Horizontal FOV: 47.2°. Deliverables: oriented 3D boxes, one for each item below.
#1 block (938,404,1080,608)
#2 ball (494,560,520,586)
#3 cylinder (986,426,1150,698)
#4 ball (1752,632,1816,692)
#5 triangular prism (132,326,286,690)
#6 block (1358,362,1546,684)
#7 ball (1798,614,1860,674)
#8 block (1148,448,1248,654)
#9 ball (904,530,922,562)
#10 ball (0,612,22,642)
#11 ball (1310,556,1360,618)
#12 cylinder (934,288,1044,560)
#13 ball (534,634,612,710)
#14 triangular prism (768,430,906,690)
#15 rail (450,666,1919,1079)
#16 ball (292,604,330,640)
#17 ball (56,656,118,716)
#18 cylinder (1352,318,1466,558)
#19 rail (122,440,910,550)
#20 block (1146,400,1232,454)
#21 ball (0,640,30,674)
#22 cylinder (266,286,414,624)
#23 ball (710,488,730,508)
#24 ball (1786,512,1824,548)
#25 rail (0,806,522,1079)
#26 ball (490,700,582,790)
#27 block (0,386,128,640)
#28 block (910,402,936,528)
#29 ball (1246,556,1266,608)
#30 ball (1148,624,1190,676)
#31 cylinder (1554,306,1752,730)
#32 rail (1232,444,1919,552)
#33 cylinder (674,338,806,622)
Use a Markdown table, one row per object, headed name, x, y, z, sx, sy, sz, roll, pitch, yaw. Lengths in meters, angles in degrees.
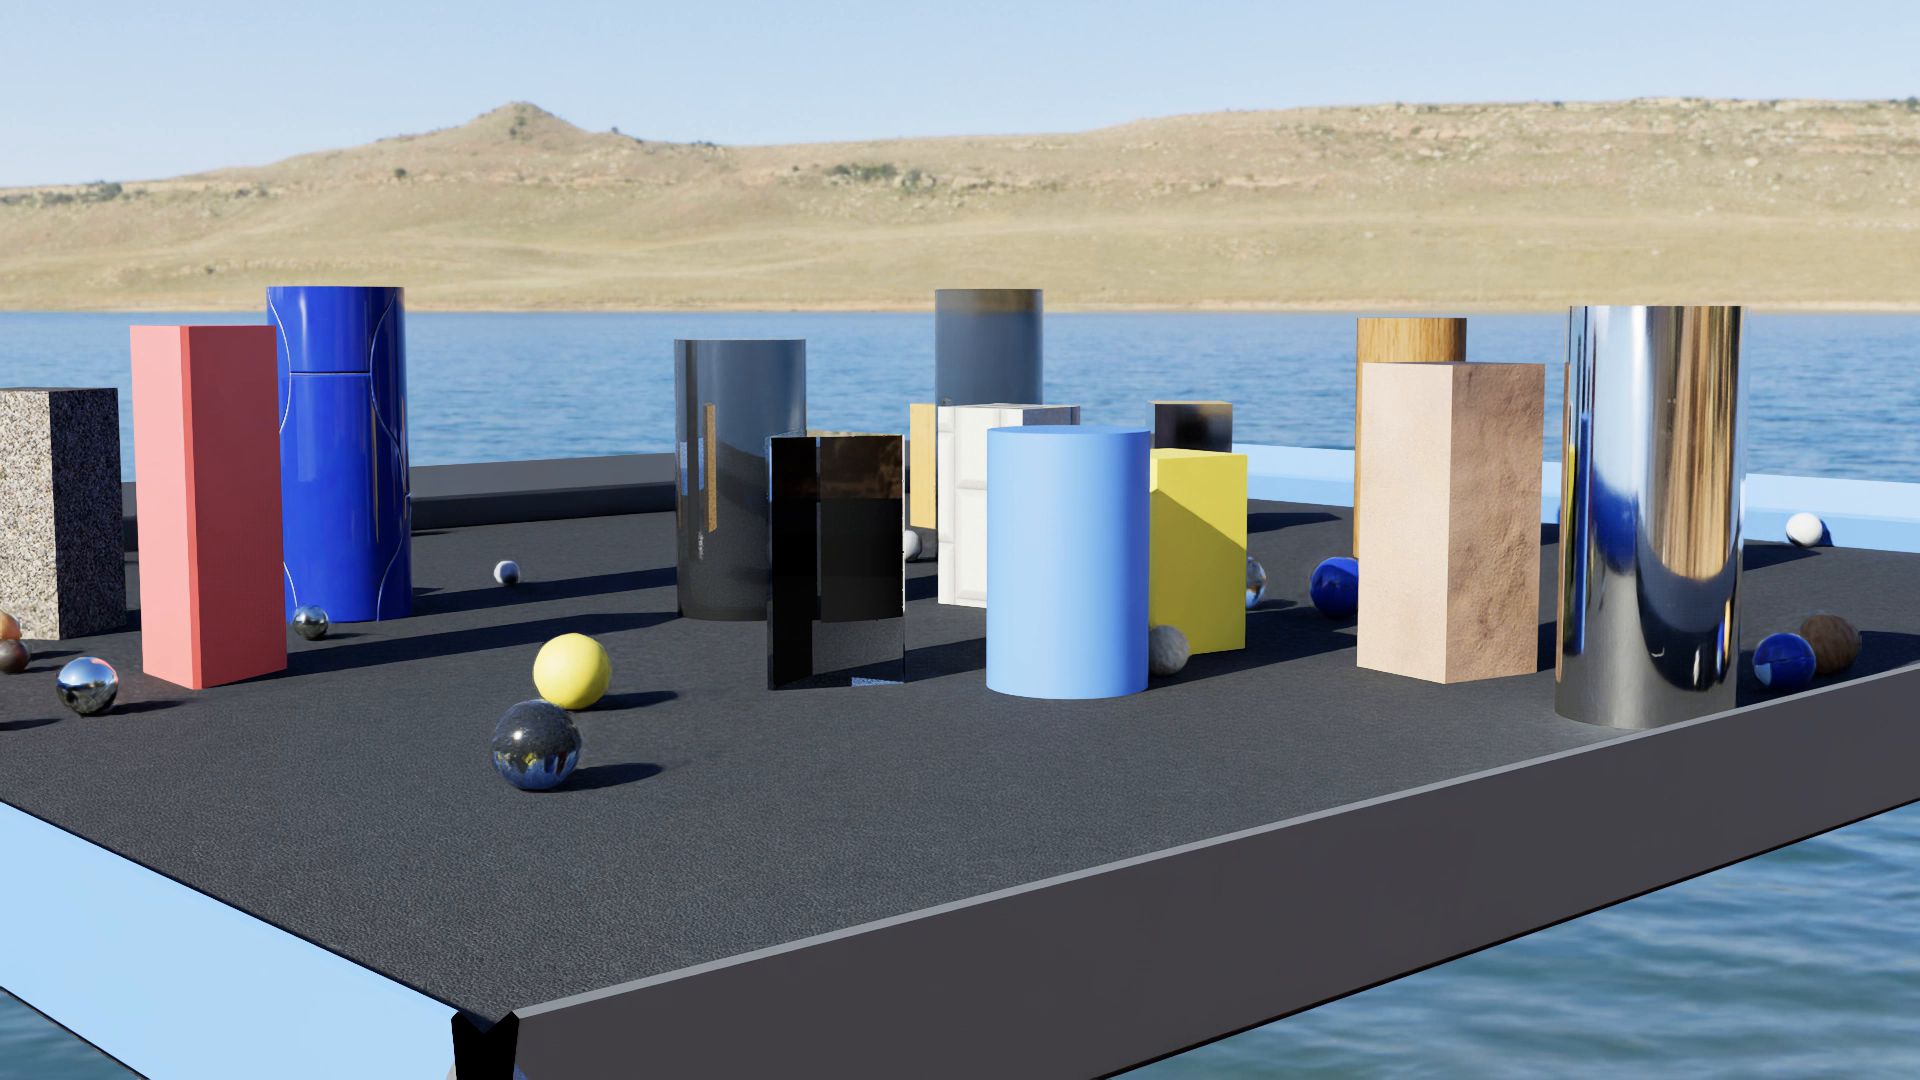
| name | x | y | z | sx | sy | sz | roll | pitch | yaw |
| --- | --- | --- | --- | --- | --- | --- | --- | --- | --- |
| block | 0.075 | -0.054 | 3.339 | 0.154 | 0.297 | 0.154 | 4 | 7 | 36 |
| ball | -0.731 | 0.053 | 3.549 | 0.040 | 0.040 | 0.040 | 0 | 6 | 0 |
| cylinder | 0.127 | 0.021 | 2.596 | 0.192 | 0.303 | 0.192 | 0 | 6 | 0 |
| ball | 0.961 | 0.142 | 2.564 | 0.069 | 0.069 | 0.069 | 0 | 6 | 0 |
| triangular prism | -0.893 | -0.047 | 2.667 | 0.144 | 0.424 | 0.166 | -5 | 8 | -40 |
| block | 0.602 | -0.028 | 2.705 | 0.154 | 0.378 | 0.154 | -4 | 7 | -32 |
| ball | 1.061 | 0.127 | 2.690 | 0.074 | 0.074 | 0.074 | 0 | 6 | 0 |
| block | 0.268 | 0.013 | 2.898 | 0.154 | 0.255 | 0.154 | -4 | 7 | -35 |
| ball | -0.094 | 0.011 | 3.872 | 0.057 | 0.057 | 0.057 | 0 | 6 | 0 |
| ball | -1.223 | 0.121 | 2.783 | 0.065 | 0.065 | 0.065 | 0 | 6 | 0 |
| ball | 0.549 | 0.068 | 3.167 | 0.090 | 0.090 | 0.090 | 0 | 6 | 0 |
| cylinder | 0.052 | -0.204 | 3.901 | 0.192 | 0.478 | 0.192 | 0 | 6 | 0 |
| ball | -0.431 | 0.147 | 2.446 | 0.085 | 0.085 | 0.085 | 0 | 6 | 0 |
| triangular prism | -0.168 | 0.019 | 2.652 | 0.166 | 0.296 | 0.144 | -2 | 6 | -19 |
| rail | 1.057 | 0.152 | 2.192 | 3.512 | 0.125 | 0.045 | -6 | 8 | -42 |
| ball | -0.876 | 0.111 | 2.968 | 0.047 | 0.047 | 0.047 | 0 | 6 | 0 |
| ball | -0.959 | 0.160 | 2.417 | 0.064 | 0.064 | 0.064 | 0 | 6 | 0 |
| cylinder | 0.806 | -0.183 | 3.944 | 0.192 | 0.428 | 0.192 | 0 | 6 | 0 |
| rail | -1.057 | -0.087 | 4.472 | 3.512 | 0.125 | 0.045 | -6 | 8 | -42 |
| block | 0.457 | -0.148 | 4.417 | 0.154 | 0.258 | 0.154 | 0 | 6 | -2 |
| ball | -1.162 | 0.143 | 2.692 | 0.041 | 0.041 | 0.041 | 0 | 6 | 0 |
| cylinder | -0.897 | -0.128 | 3.186 | 0.192 | 0.476 | 0.192 | 0 | 6 | 0 |
| ball | -0.536 | -0.094 | 4.919 | 0.047 | 0.047 | 0.047 | 0 | 6 | 0 |
| ball | 1.578 | -0.019 | 4.111 | 0.066 | 0.066 | 0.066 | 0 | 6 | 0 |
| rail | -1.273 | 0.155 | 2.164 | 0.045 | 0.125 | 3.166 | -6 | 8 | -42 |
| ball | -0.394 | 0.190 | 2.040 | 0.084 | 0.084 | 0.084 | 0 | 6 | 0 |
| block | -1.272 | -0.041 | 3.039 | 0.154 | 0.334 | 0.154 | 1 | 6 | 13 |
| block | 0.005 | -0.153 | 4.504 | 0.154 | 0.251 | 0.154 | -4 | 7 | -36 |
| ball | 0.413 | 0.063 | 3.259 | 0.082 | 0.082 | 0.082 | 0 | 6 | 0 |
| ball | 0.247 | 0.134 | 2.672 | 0.064 | 0.064 | 0.064 | 0 | 6 | 0 |
| cylinder | 0.754 | -0.030 | 2.399 | 0.192 | 0.447 | 0.192 | 0 | 6 | 0 |
| rail | 1.273 | -0.090 | 4.500 | 0.045 | 0.125 | 3.166 | -6 | 8 | -42 |
| cylinder | -0.319 | -0.093 | 3.214 | 0.192 | 0.400 | 0.192 | 0 | 6 | 0 |
